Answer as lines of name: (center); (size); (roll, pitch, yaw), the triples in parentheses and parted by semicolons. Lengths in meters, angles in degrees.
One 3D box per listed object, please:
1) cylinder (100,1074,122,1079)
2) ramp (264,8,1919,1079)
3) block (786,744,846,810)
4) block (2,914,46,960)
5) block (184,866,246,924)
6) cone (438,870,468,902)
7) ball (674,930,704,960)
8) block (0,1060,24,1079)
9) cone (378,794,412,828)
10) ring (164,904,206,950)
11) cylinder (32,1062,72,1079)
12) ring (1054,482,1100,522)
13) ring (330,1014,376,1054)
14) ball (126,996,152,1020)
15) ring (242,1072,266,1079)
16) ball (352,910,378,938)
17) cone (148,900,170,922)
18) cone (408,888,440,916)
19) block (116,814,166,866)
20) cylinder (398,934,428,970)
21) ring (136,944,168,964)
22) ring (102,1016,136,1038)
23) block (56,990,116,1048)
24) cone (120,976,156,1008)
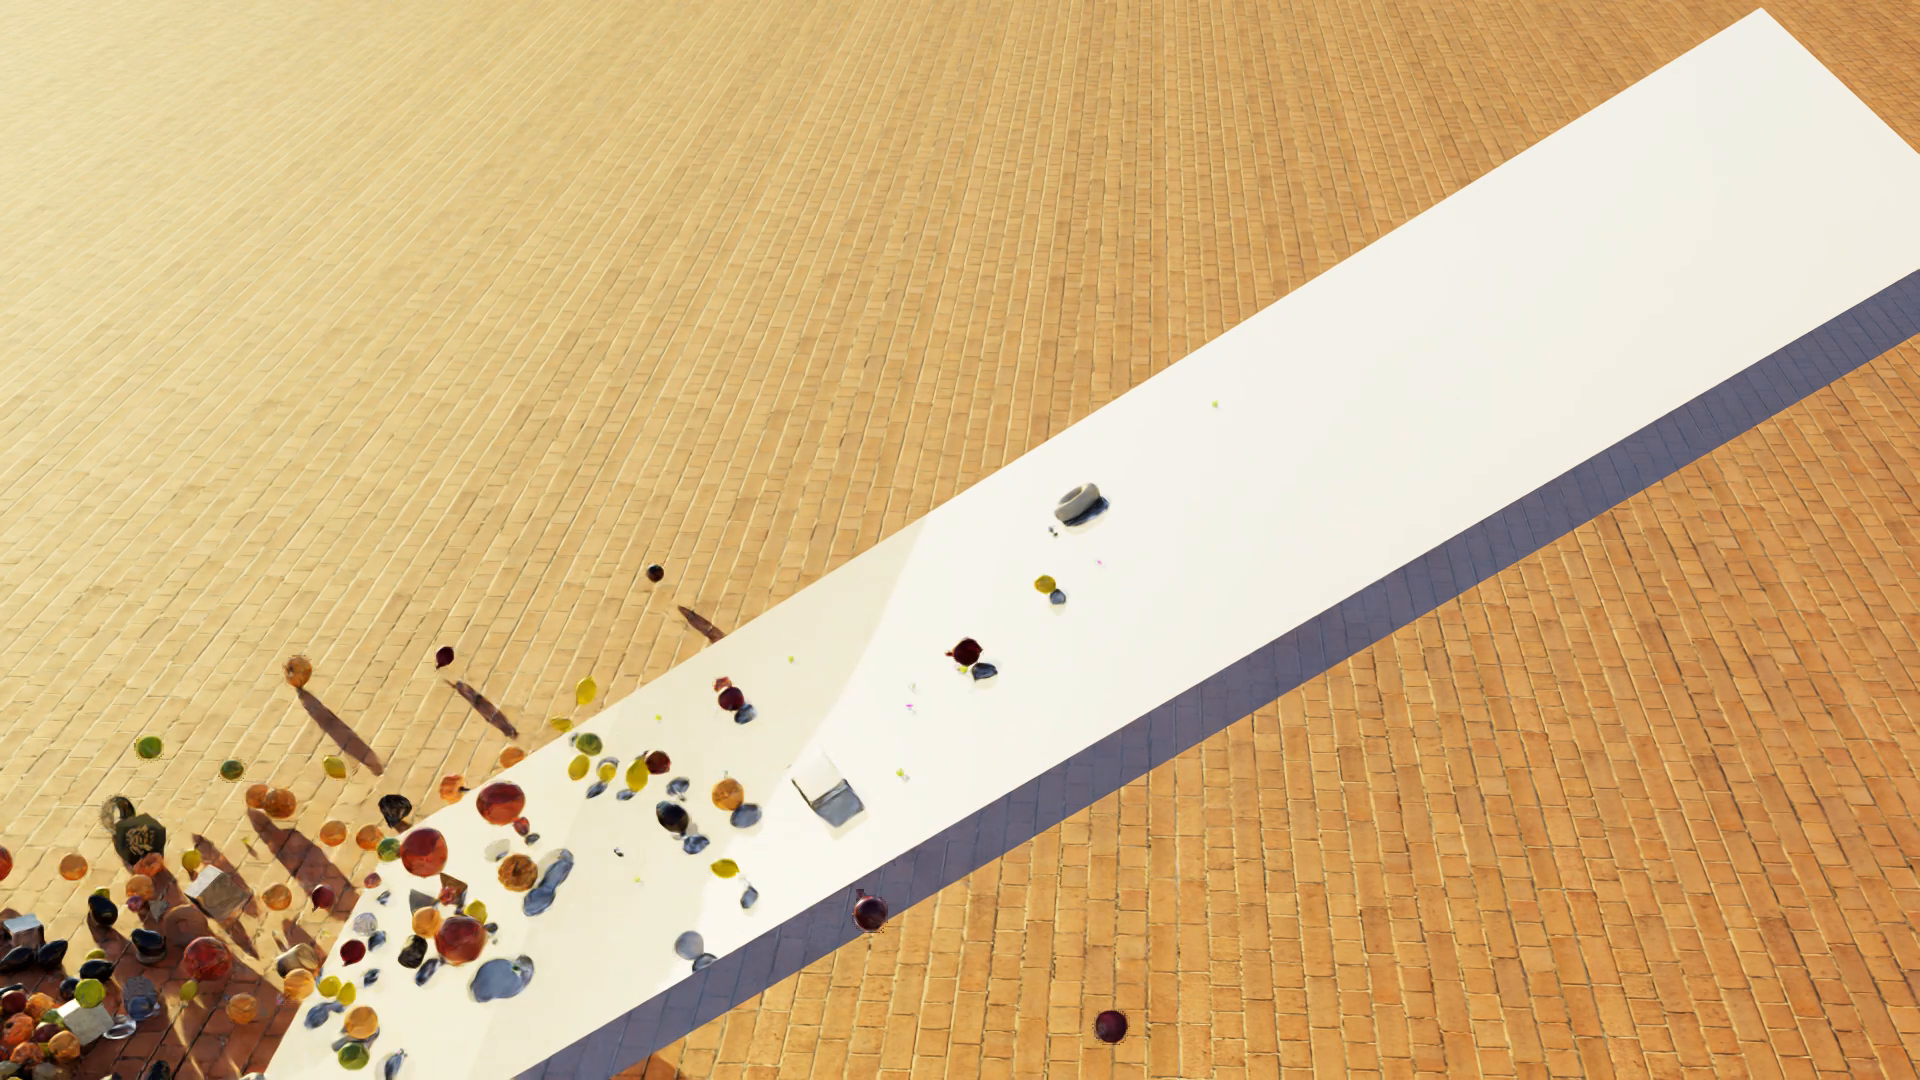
cylinder: (-1.901, 1.227, 6.560); (0.057, 0.057, 0.057); (-21, 20, 5)
ramp: (0.139, 0.171, 6.297); (4.000, 0.100, 2.000); (-31, 16, 14)
block: (-0.290, 0.478, 5.924); (0.082, 0.082, 0.082); (-35, 15, 2)
block: (-2.322, 0.984, 7.300); (0.075, 0.075, 0.075); (-14, 25, -33)
block: (-1.873, 0.890, 7.392); (0.094, 0.094, 0.094); (-48, 28, -22)
cone: (-1.203, 0.803, 6.906); (0.068, 0.068, 0.068); (-32, 15, 10)
ball: (-0.512, 0.766, 5.563); (0.059, 0.059, 0.059); (0, 20, 0)
block: (-2.167, 1.224, 6.688); (0.053, 0.053, 0.053); (9, 22, 22)
cone: (-1.534, 0.750, 7.947); (0.090, 0.090, 0.090); (0, 39, 1)
ring: (-1.923, 0.960, 7.304); (0.111, 0.111, 0.037); (4, -2, 10)
cylinder: (-2.062, 1.225, 6.673); (0.062, 0.062, 0.062); (16, 26, 36)
ring: (0.260, -0.085, 6.553); (0.117, 0.039, 0.117); (-33, 14, 9)
ring: (-1.320, 1.073, 6.395); (0.110, 0.037, 0.110); (-32, 15, 9)
ball: (-1.948, 1.111, 6.981); (0.060, 0.060, 0.060); (0, 20, 0)
ring: (-1.581, 1.219, 6.510); (0.103, 0.034, 0.103); (-33, 16, 11)
ball: (-1.424, 0.919, 7.033); (0.063, 0.063, 0.063); (0, 20, 0)
cone: (-2.032, 0.946, 7.451); (0.053, 0.053, 0.053); (-2, -22, -1)
cone: (-1.260, 0.853, 6.946); (0.067, 0.067, 0.067); (-6, 20, 4)
block: (-2.151, 0.787, 7.720); (0.090, 0.090, 0.090); (-17, 54, 12)
cylinder: (-1.226, 0.923, 6.590); (0.054, 0.054, 0.054); (3, 36, 8)
ring: (-1.997, 1.023, 7.267); (0.075, 0.025, 0.075); (-1, 20, 0)
ring: (-1.984, 1.148, 6.931); (0.083, 0.028, 0.083); (-1, 21, 0)
block: (-2.039, 1.115, 6.863); (0.088, 0.088, 0.088); (-34, 15, -22)
cone: (-1.952, 1.091, 7.062); (0.092, 0.092, 0.092); (4, -6, 11)
